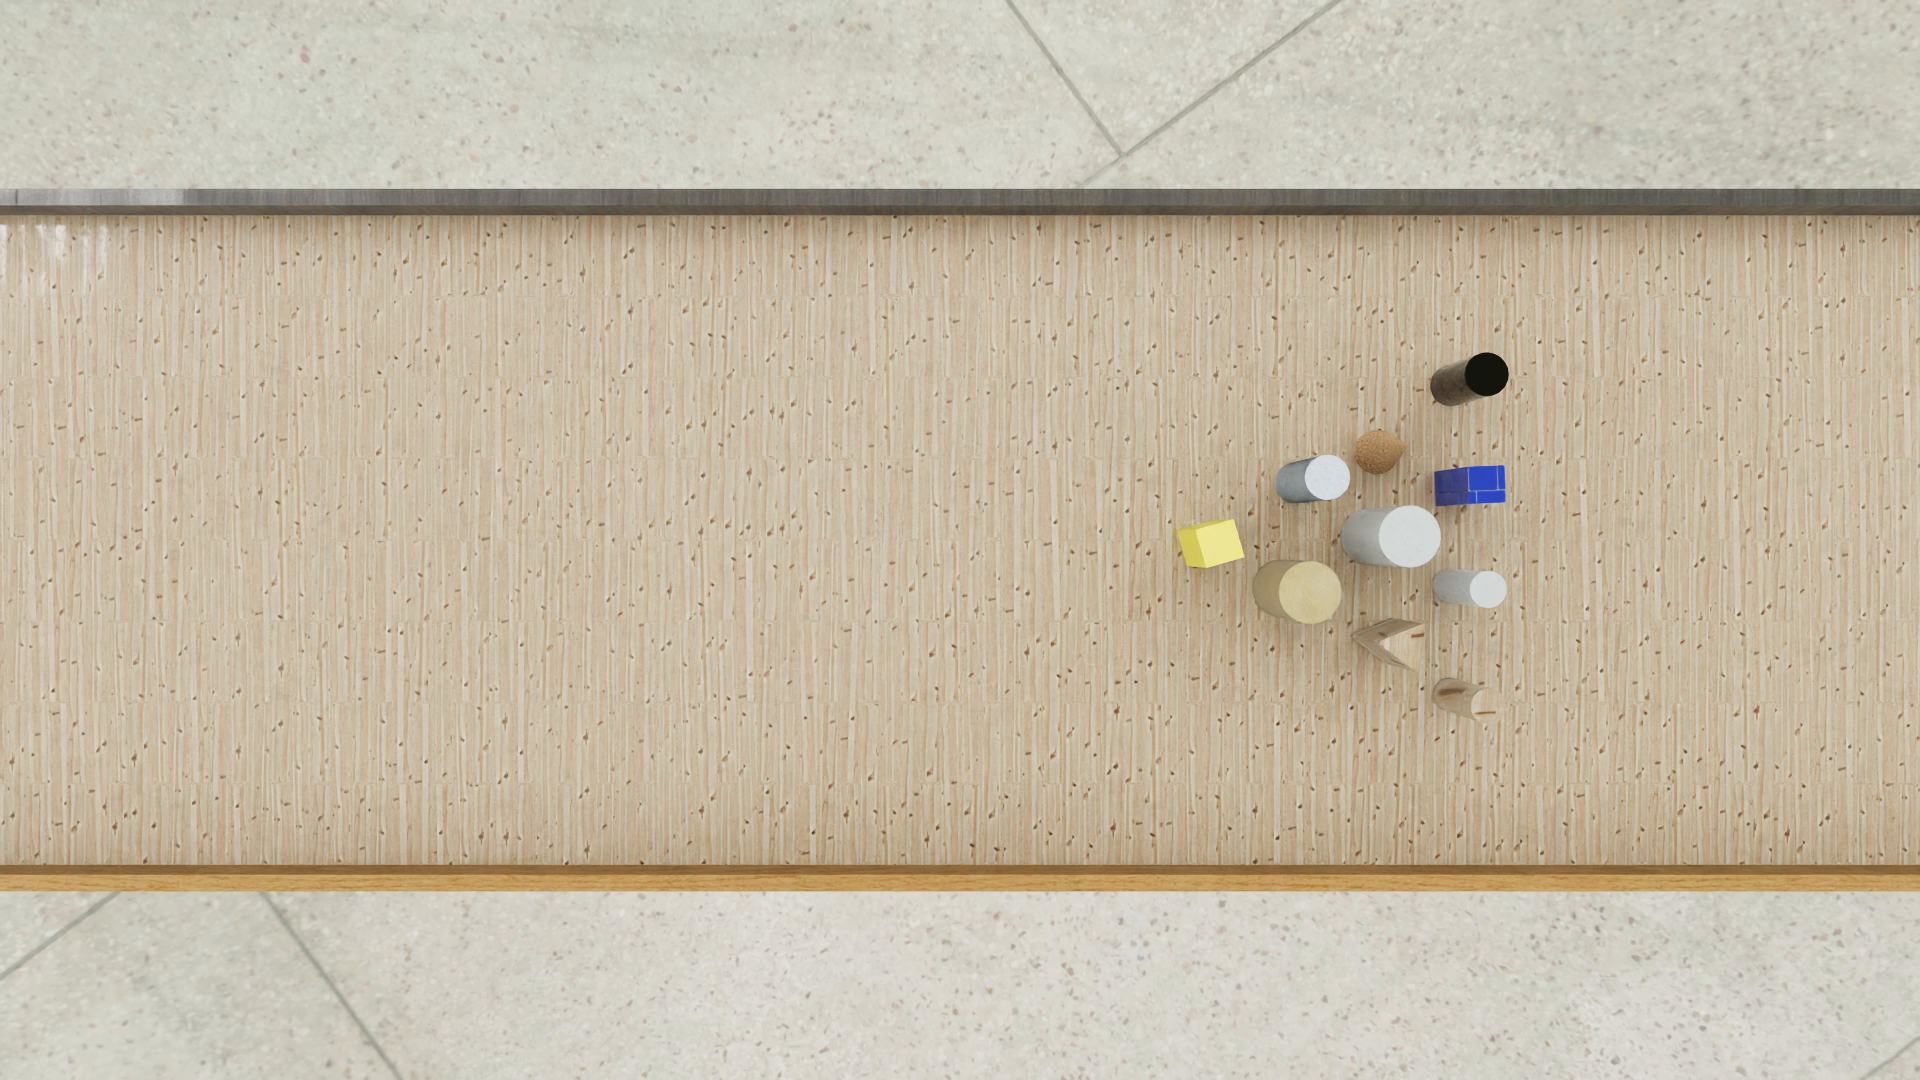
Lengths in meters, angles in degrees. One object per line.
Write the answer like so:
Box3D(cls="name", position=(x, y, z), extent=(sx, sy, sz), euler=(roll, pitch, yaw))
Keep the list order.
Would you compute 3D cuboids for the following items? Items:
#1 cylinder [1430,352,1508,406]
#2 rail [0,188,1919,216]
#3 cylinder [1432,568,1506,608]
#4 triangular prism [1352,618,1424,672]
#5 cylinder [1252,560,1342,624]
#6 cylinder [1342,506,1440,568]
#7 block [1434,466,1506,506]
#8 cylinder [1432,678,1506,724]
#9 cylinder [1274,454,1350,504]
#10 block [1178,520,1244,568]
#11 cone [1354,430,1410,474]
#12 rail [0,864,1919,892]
Box3D(cls="cylinder", position=(1.510, -0.475, 4.903), extent=(0.127, 0.348, 0.127), euler=(0, 90, 0))
Box3D(cls="rail", position=(-2.247, -1.025, 5.002), extent=(12.000, 0.150, 0.050), euler=(0, 90, 0))
Box3D(cls="cylinder", position=(1.508, 0.141, 4.893), extent=(0.106, 0.368, 0.106), euler=(0, 90, 0))
Box3D(cls="triangular prism", position=(1.293, 0.289, 4.899), extent=(0.139, 0.355, 0.121), euler=(37, 90, 0))
Box3D(cls="cylinder", position=(0.989, 0.148, 4.866), extent=(0.178, 0.420, 0.178), euler=(0, 90, 0))
Box3D(cls="cylinder", position=(1.260, -0.010, 4.849), extent=(0.174, 0.456, 0.174), euler=(0, 90, 0))
Box3D(cls="block", position=(1.515, -0.160, 4.910), extent=(0.107, 0.333, 0.107), euler=(-2, 90, 0))
Box3D(cls="cylinder", position=(1.505, 0.474, 4.888), extent=(0.101, 0.378, 0.101), euler=(0, 90, 0))
Box3D(cls="cylinder", position=(1.033, -0.176, 4.855), extent=(0.127, 0.444, 0.127), euler=(0, 90, 0))
Box3D(cls="block", position=(0.737, 0.010, 4.877), extent=(0.112, 0.400, 0.112), euler=(-16, 90, 0))
Box3D(cls="cone", position=(1.282, -0.271, 4.892), extent=(0.137, 0.370, 0.137), euler=(0, 90, 0))
Box3D(cls="rail", position=(-2.247, 1.025, 5.001), extent=(12.000, 0.150, 0.050), euler=(0, 90, 0))
